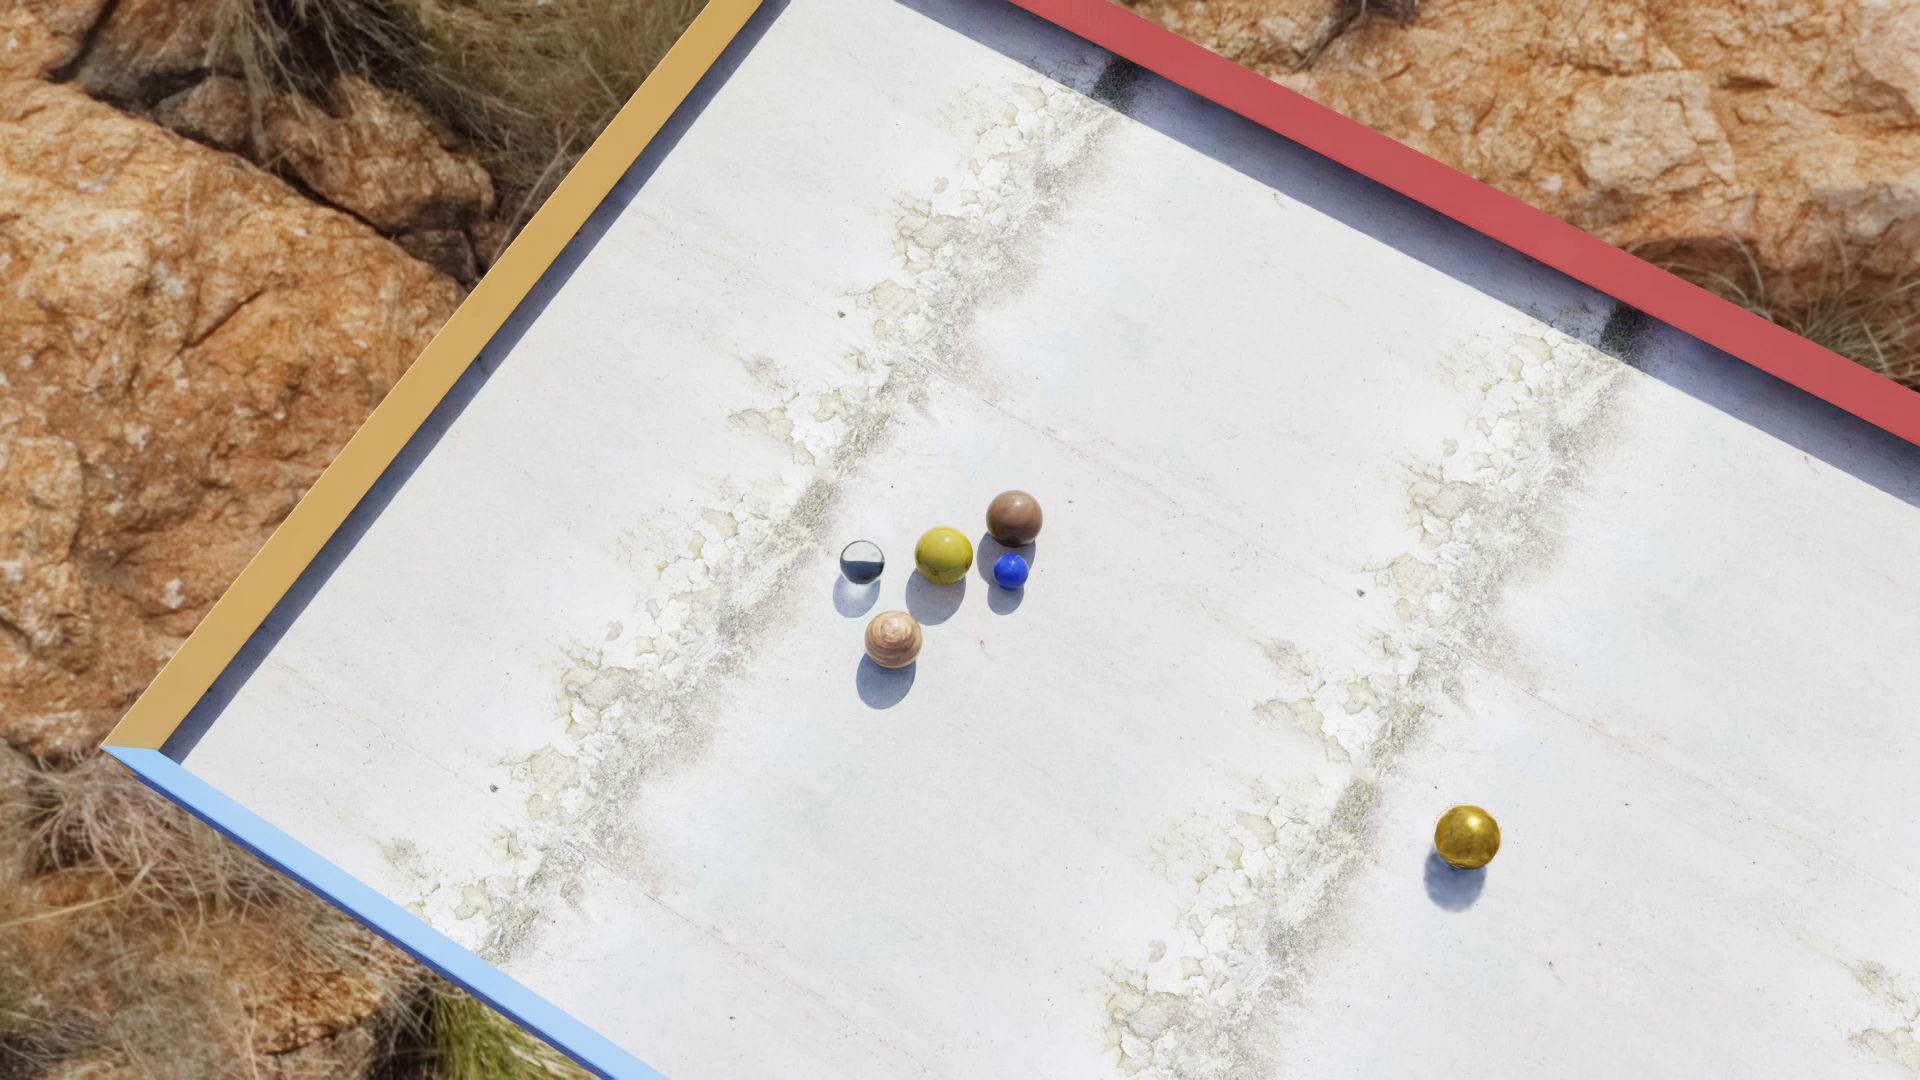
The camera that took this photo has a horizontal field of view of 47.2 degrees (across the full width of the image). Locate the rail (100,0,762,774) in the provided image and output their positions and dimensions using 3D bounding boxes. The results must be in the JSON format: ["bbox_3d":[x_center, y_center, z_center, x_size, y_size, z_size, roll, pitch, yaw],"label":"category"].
[{"bbox_3d":[-0.755,-0.428,3.729,0.045,0.127,2.008,29,68,13],"label":"rail"}]

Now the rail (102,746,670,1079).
[{"bbox_3d":[0.264,1.180,2.985,3.634,0.127,0.045,29,68,13],"label":"rail"}]

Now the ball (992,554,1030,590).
[{"bbox_3d":[0.082,0.052,3.545,0.060,0.060,0.060,0,65,0],"label":"ball"}]

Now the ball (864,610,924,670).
[{"bbox_3d":[-0.105,0.157,3.478,0.093,0.093,0.093,0,65,0],"label":"ball"}]

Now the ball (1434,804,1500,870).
[{"bbox_3d":[0.771,0.451,3.339,0.098,0.098,0.098,0,65,0],"label":"ball"}]

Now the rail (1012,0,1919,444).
[{"bbox_3d":[1.287,-0.338,3.688,3.634,0.127,0.045,29,68,13],"label":"rail"}]

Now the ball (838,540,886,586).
[{"bbox_3d":[-0.158,0.037,3.544,0.075,0.075,0.075,0,65,0],"label":"ball"}]

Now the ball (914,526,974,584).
[{"bbox_3d":[-0.026,0.024,3.538,0.096,0.096,0.096,0,65,0],"label":"ball"}]

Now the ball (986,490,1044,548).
[{"bbox_3d":[0.088,-0.034,3.566,0.095,0.095,0.095,0,65,0],"label":"ball"}]
